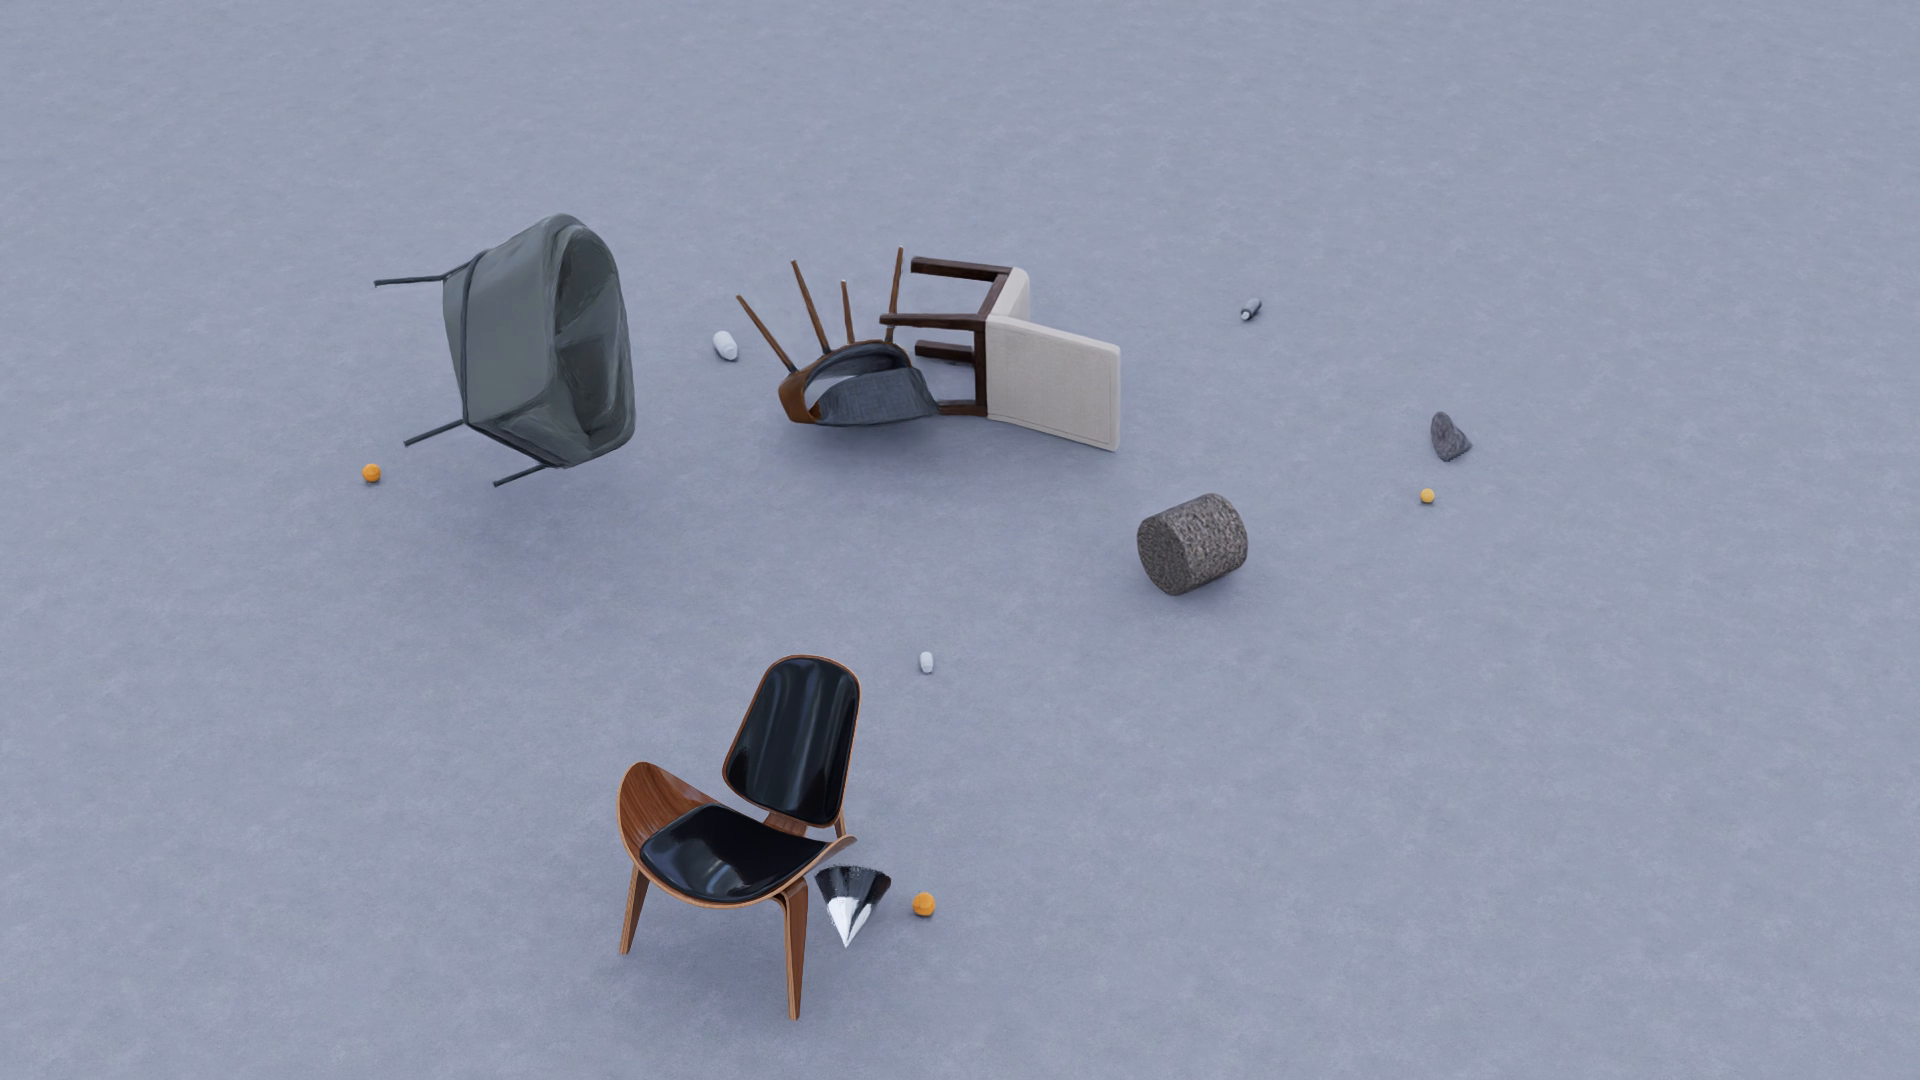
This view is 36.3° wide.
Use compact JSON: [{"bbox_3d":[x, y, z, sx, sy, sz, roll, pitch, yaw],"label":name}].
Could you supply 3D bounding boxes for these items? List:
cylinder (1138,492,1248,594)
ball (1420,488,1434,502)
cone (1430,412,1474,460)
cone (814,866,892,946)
[{"bbox_3d":[0.844,0.012,10.656,0.278,0.297,0.296,-22,-2,-29],"label":"cylinder"},{"bbox_3d":[1.778,-0.169,11.151,0.055,0.055,0.055,0,33,0],"label":"ball"},{"bbox_3d":[1.951,-0.392,11.483,0.145,0.130,0.260,16,36,-22],"label":"cone"},{"bbox_3d":[-0.342,1.159,9.090,0.248,0.230,0.223,-18,54,36],"label":"cone"}]
